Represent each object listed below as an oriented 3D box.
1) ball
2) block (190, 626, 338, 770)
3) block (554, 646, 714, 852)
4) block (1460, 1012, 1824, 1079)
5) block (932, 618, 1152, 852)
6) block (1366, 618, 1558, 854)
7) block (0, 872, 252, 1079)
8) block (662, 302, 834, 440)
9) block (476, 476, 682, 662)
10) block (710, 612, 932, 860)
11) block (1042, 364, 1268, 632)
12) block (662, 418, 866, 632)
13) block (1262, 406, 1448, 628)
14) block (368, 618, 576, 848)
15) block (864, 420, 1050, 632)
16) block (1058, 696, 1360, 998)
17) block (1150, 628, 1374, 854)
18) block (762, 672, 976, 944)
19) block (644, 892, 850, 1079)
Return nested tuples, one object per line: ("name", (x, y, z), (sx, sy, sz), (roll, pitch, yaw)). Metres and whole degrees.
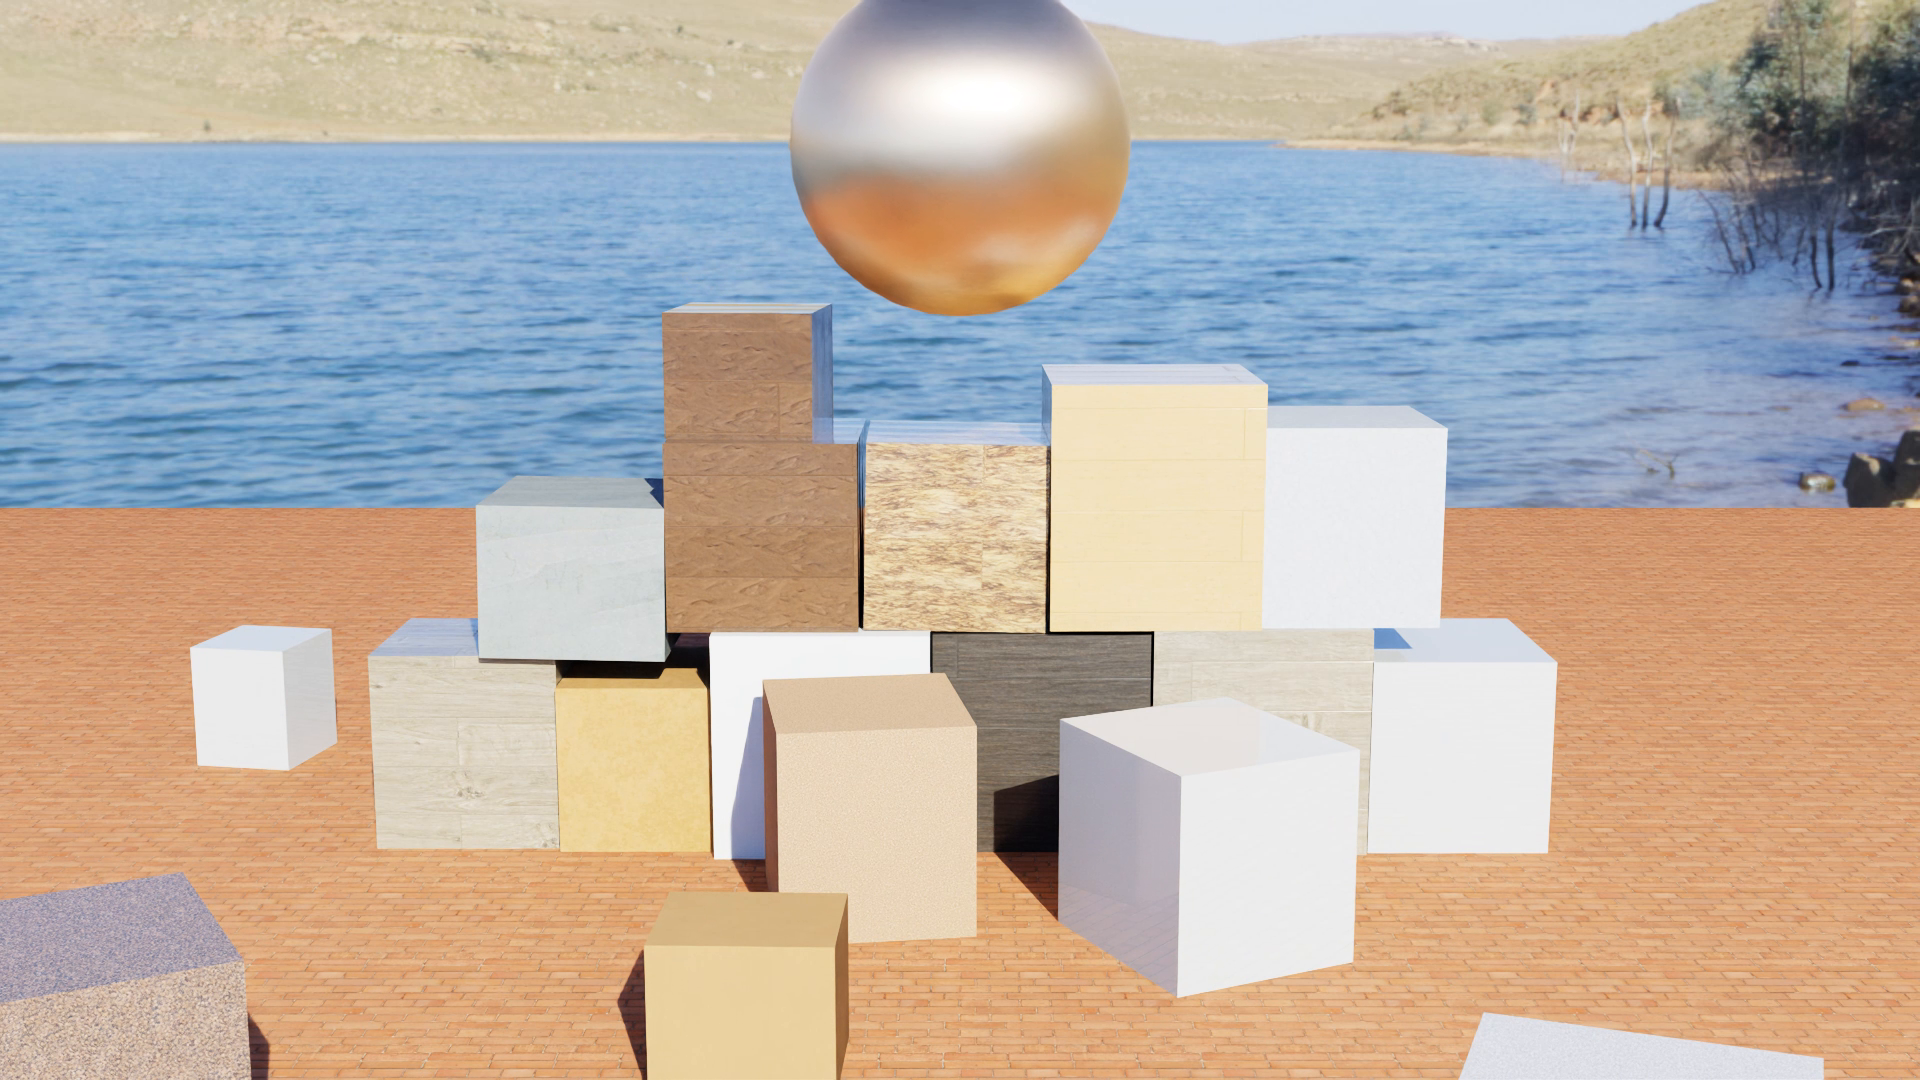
("ball", (0.000, -1.850, 10.288), (1.600, 1.600, 1.600), (0, 10, 0))
("block", (-4.007, 0.901, 12.688), (0.560, 0.687, 0.592), (2, 10, 11))
("block", (-1.611, 1.064, 11.369), (0.773, 0.839, 0.915), (0, 10, 0))
("block", (1.802, 1.966, 5.928), (0.919, 1.011, 0.829), (4, 11, 20))
("block", (0.404, 0.926, 11.361), (1.075, 1.114, 0.965), (0, 10, 0))
("block", (2.483, 0.992, 11.379), (0.900, 0.977, 1.004), (0, 10, 0))
("block", (-2.948, 1.757, 7.444), (0.853, 0.880, 1.010), (-6, 12, -29))
("block", (-1.049, -0.853, 11.005), (0.730, 0.617, 0.694), (1, 10, 5))
("block", (-1.895, 0.128, 11.198), (0.912, 0.760, 0.960), (1, 10, 0))
("block", (-0.680, 0.919, 11.356), (1.069, 1.129, 1.172), (0, 10, 0))
("block", (0.951, -0.237, 11.113), (1.034, 1.205, 0.990), (0, 10, -1))
("block", (-0.963, -0.094, 11.163), (0.937, 0.933, 0.988), (0, 10, 0))
("block", (1.912, -0.136, 11.164), (0.883, 0.987, 0.920), (0, 10, 0))
("block", (-2.464, 0.983, 11.380), (0.925, 0.993, 0.867), (0, 10, 0))
("block", (-0.024, -0.085, 11.150), (0.893, 0.926, 0.877), (1, 10, -1))
("block", (1.074, 1.314, 9.679), (0.895, 0.951, 1.010), (-5, 12, -26))
("block", (1.486, 0.915, 11.336), (1.073, 1.143, 1.006), (0, 10, 0))
("block", (-0.435, 1.218, 10.155), (0.878, 0.970, 0.993), (-2, 10, -8))
("block", (-0.800, 1.728, 8.408), (0.702, 0.591, 0.593), (0, 10, 2))
